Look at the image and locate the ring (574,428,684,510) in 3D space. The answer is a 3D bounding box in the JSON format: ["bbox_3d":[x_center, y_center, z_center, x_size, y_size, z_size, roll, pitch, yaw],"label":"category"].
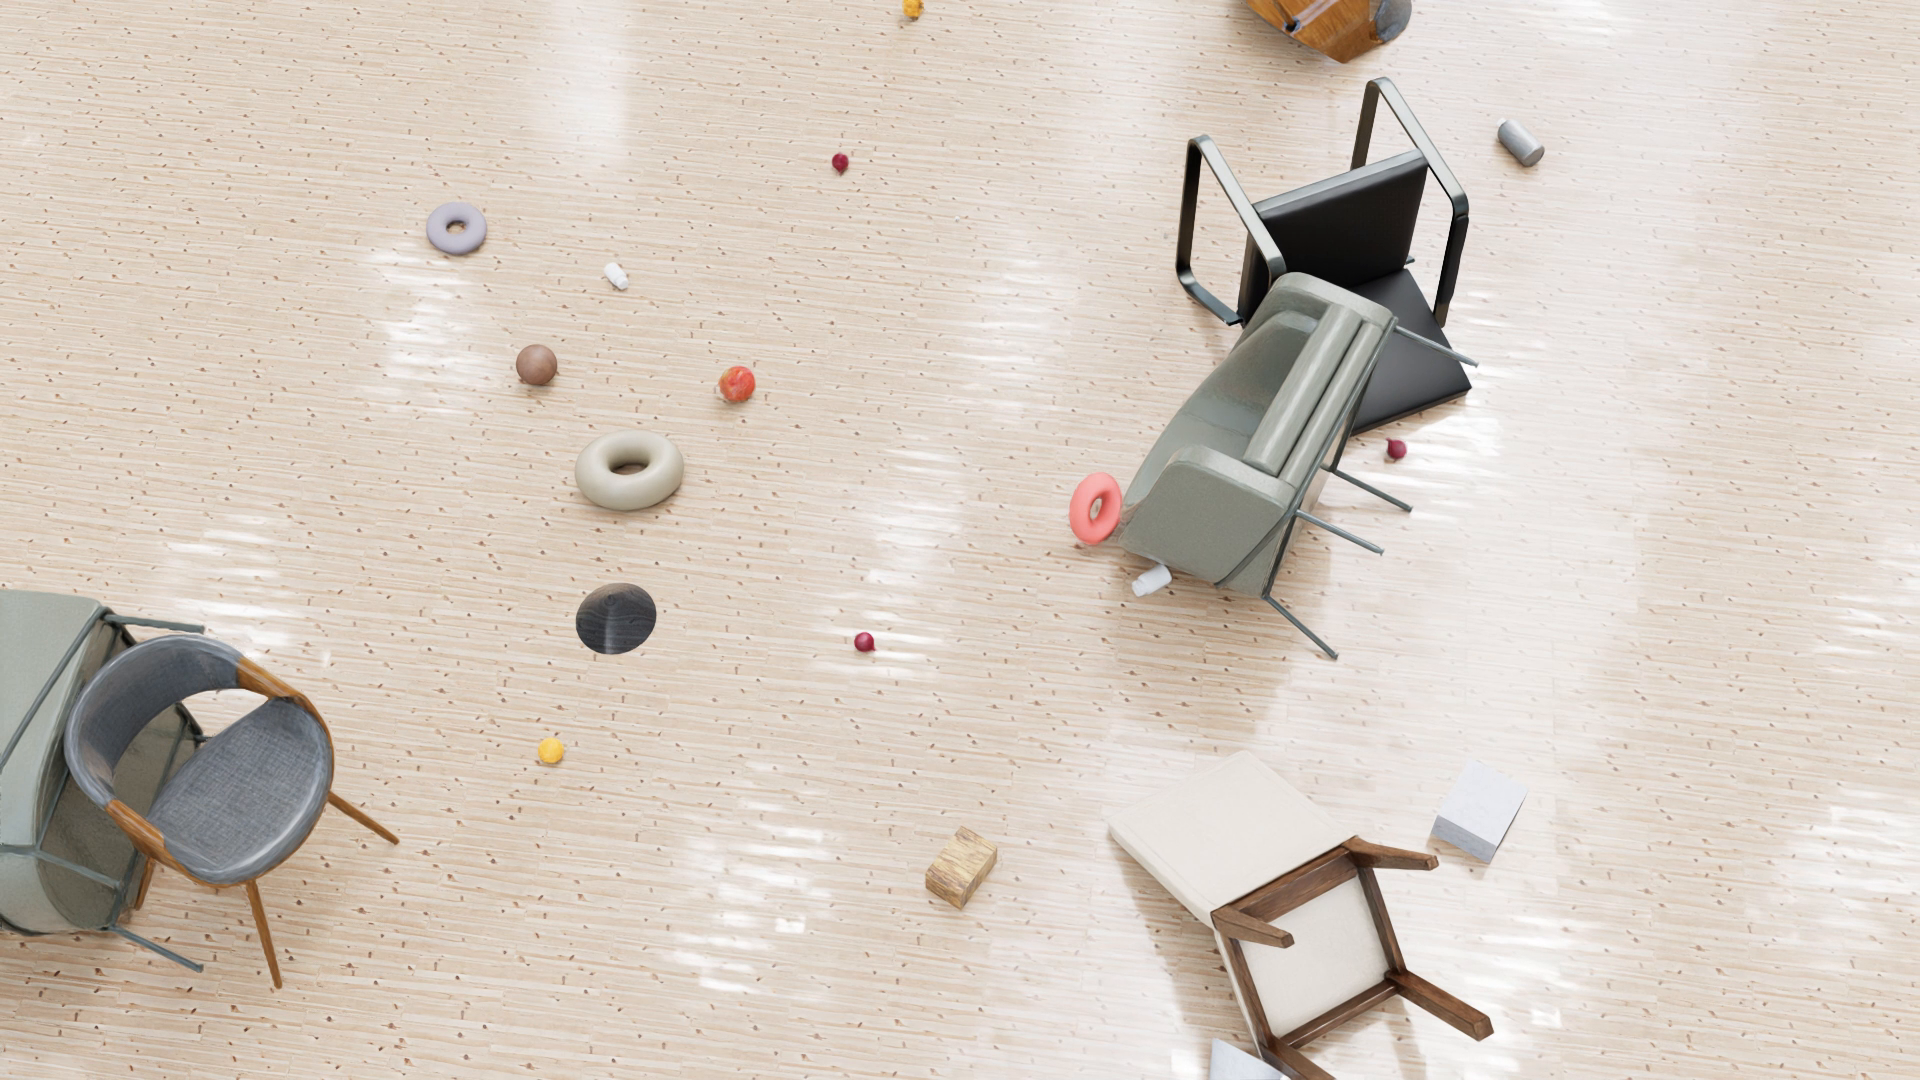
[{"bbox_3d":[-0.998,-0.213,6.638,0.330,0.133,0.262,-6,55,-6],"label":"ring"}]

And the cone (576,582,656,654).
[{"bbox_3d":[-1.004,0.192,6.366,0.236,0.131,0.250,8,56,5],"label":"cone"}]

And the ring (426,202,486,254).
[{"bbox_3d":[-1.656,-1.026,7.230,0.196,0.055,0.223,-28,60,-16],"label":"ring"}]

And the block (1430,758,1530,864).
[{"bbox_3d":[1.421,0.740,6.011,0.177,0.110,0.205,28,61,18],"label":"block"}]

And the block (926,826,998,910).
[{"bbox_3d":[0.004,0.882,5.924,0.116,0.096,0.173,30,61,18],"label":"block"}]

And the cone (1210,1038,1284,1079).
[{"bbox_3d":[0.675,1.422,5.575,0.203,0.156,0.249,24,77,22],"label":"cone"}]

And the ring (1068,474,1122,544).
[{"bbox_3d":[0.403,-0.092,6.528,0.150,0.111,0.217,12,98,-21],"label":"ring"}]
